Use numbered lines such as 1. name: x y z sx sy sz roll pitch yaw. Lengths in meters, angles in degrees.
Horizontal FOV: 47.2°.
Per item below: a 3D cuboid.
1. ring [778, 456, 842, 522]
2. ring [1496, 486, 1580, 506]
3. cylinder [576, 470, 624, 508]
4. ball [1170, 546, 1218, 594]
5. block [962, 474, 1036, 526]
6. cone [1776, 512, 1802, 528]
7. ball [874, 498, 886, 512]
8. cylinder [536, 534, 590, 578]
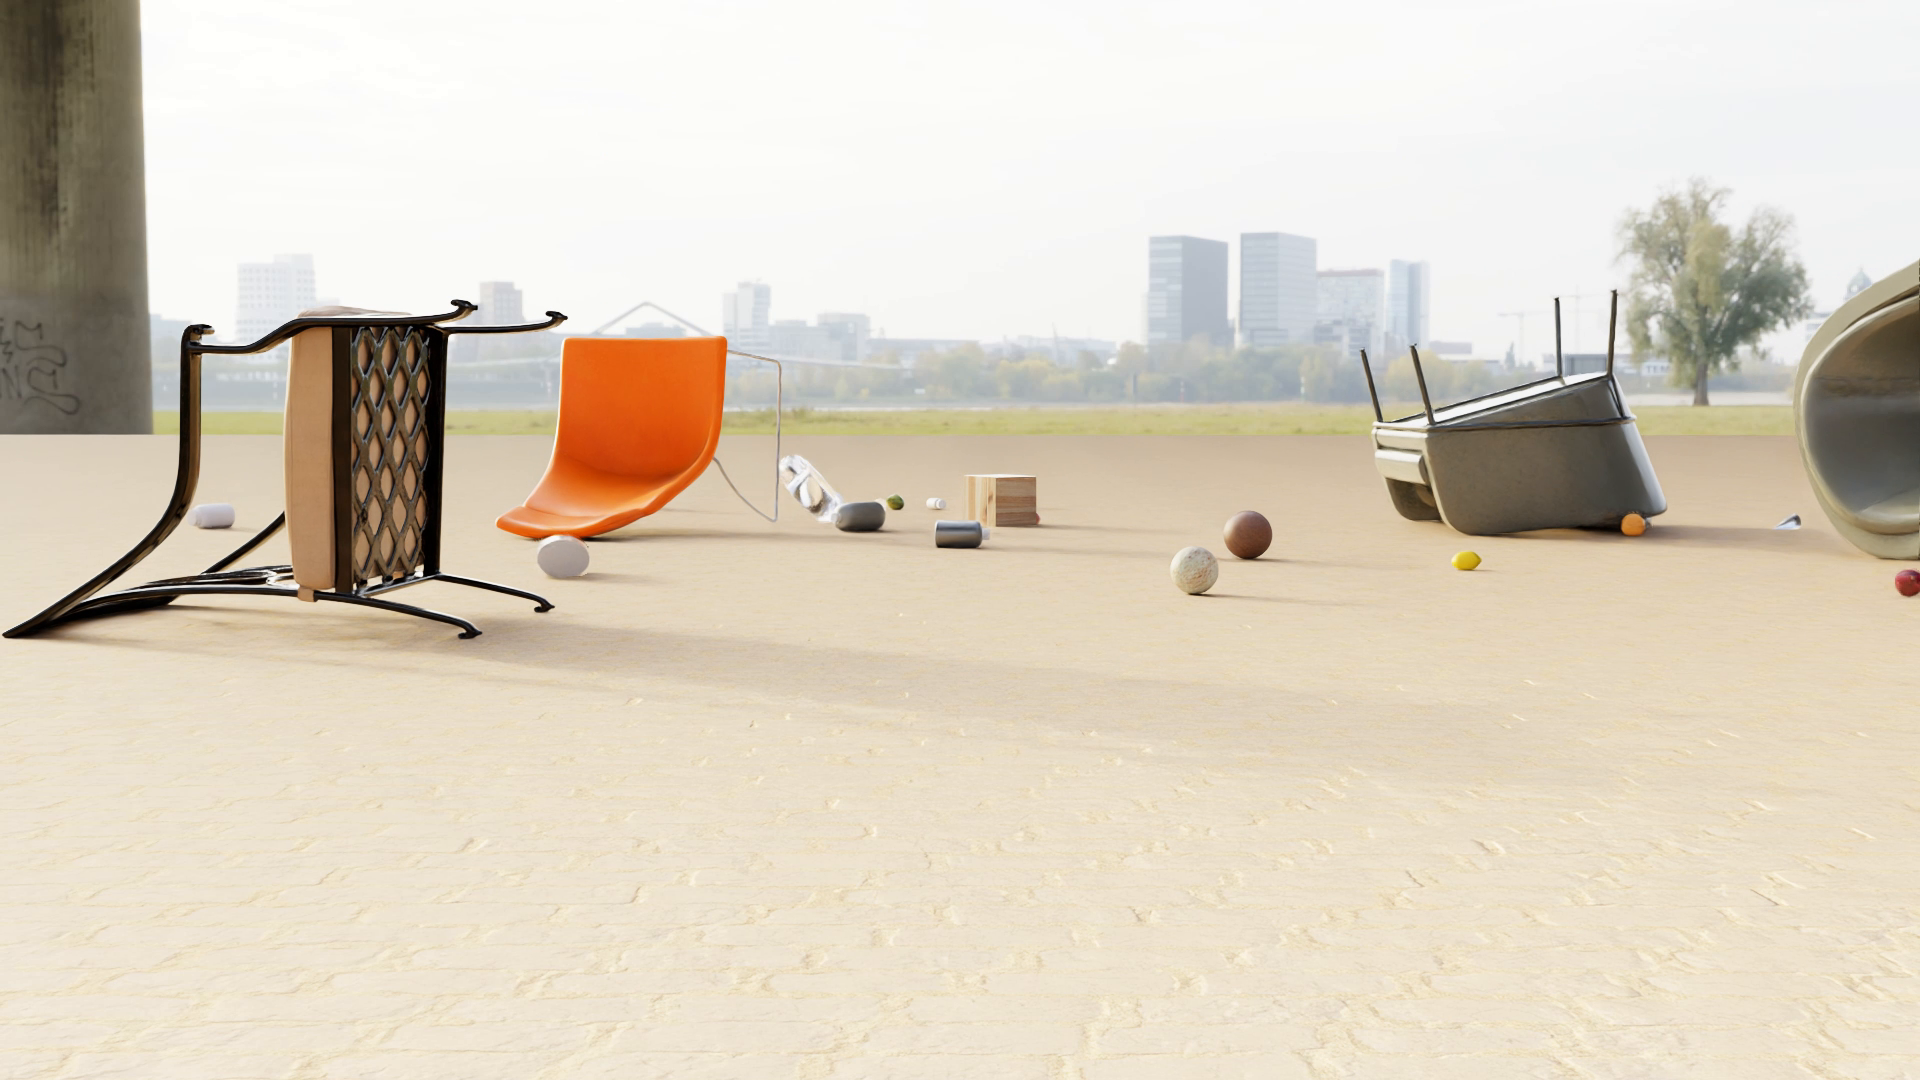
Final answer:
1. ring: -0.507 -0.172 7.427 0.253 0.096 0.297 55 6 36
2. ring: 2.249 -0.174 8.568 0.322 0.072 0.234 2 3 12
3. cylinder: -1.377 -0.196 8.402 0.081 0.142 0.163 -22 -11 38
4. ball: 0.513 0.066 4.811 0.106 0.106 0.106 0 4 0
5. block: 0.131 -0.132 7.293 0.165 0.161 0.190 -3 5 -34
6. cone: 2.654 -0.049 7.075 0.085 0.054 0.053 -18 -7 -6
7. ball: -0.293 -0.128 8.038 0.050 0.050 0.050 0 4 0
8. cylinder: -0.961 0.039 5.316 0.123 0.091 0.192 1 4 -12
